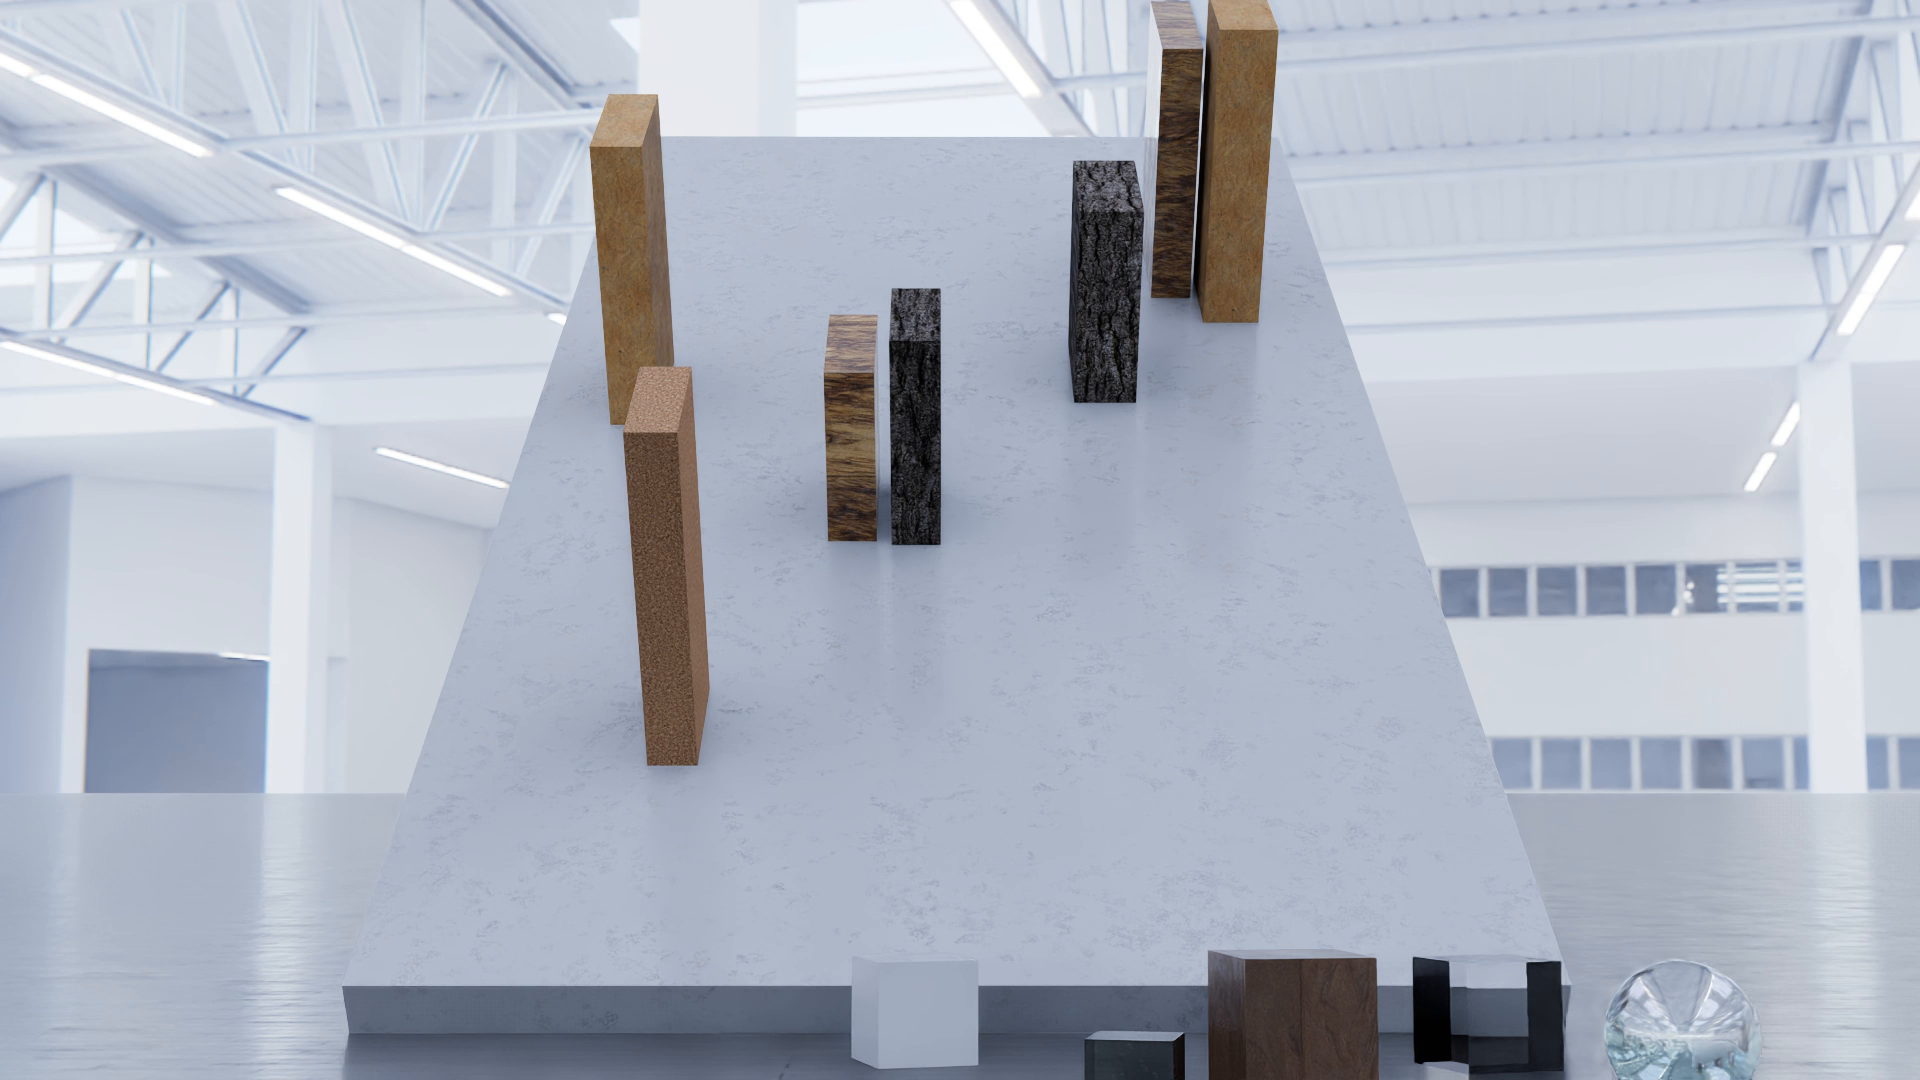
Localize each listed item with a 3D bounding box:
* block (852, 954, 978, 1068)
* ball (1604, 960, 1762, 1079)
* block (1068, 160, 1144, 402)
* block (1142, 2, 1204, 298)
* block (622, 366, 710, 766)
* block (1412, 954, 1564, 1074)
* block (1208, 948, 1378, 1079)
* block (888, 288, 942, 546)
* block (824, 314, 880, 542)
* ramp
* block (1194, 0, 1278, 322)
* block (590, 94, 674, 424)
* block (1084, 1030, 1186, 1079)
[{"bbox_3d":[-0.068,0.694,3.559,0.151,0.151,0.151,2,-6,-17],"label":"block"},{"bbox_3d":[0.900,0.618,3.000,0.188,0.188,0.188,0,-6,0],"label":"ball"},{"bbox_3d":[0.349,-0.625,5.811,0.149,0.490,0.334,0,29,0],"label":"block"},{"bbox_3d":[0.554,-1.029,6.342,0.103,0.674,0.403,0,29,0],"label":"block"},{"bbox_3d":[-0.532,0.052,4.400,0.093,0.690,0.263,0,29,0],"label":"block"},{"bbox_3d":[0.765,0.686,3.495,0.154,0.154,0.154,2,-6,-19],"label":"block"},{"bbox_3d":[0.444,0.646,3.230,0.180,0.180,0.180,1,-6,-10],"label":"block"},{"bbox_3d":[-0.094,-0.265,5.179,0.106,0.482,0.271,0,29,0],"label":"block"},{"bbox_3d":[-0.232,-0.244,5.222,0.105,0.402,0.294,0,29,0],"label":"block"},{"bbox_3d":[-0.013,-0.214,5.680,2.000,0.100,4.000,0,29,0],"label":"ramp"},{"bbox_3d":[0.697,-0.968,6.132,0.142,0.773,0.290,0,29,0],"label":"block"},{"bbox_3d":[-0.766,-0.659,5.660,0.116,0.690,0.353,0,29,0],"label":"block"},{"bbox_3d":[0.211,0.648,2.888,0.105,0.105,0.105,-1,-6,13],"label":"block"}]
